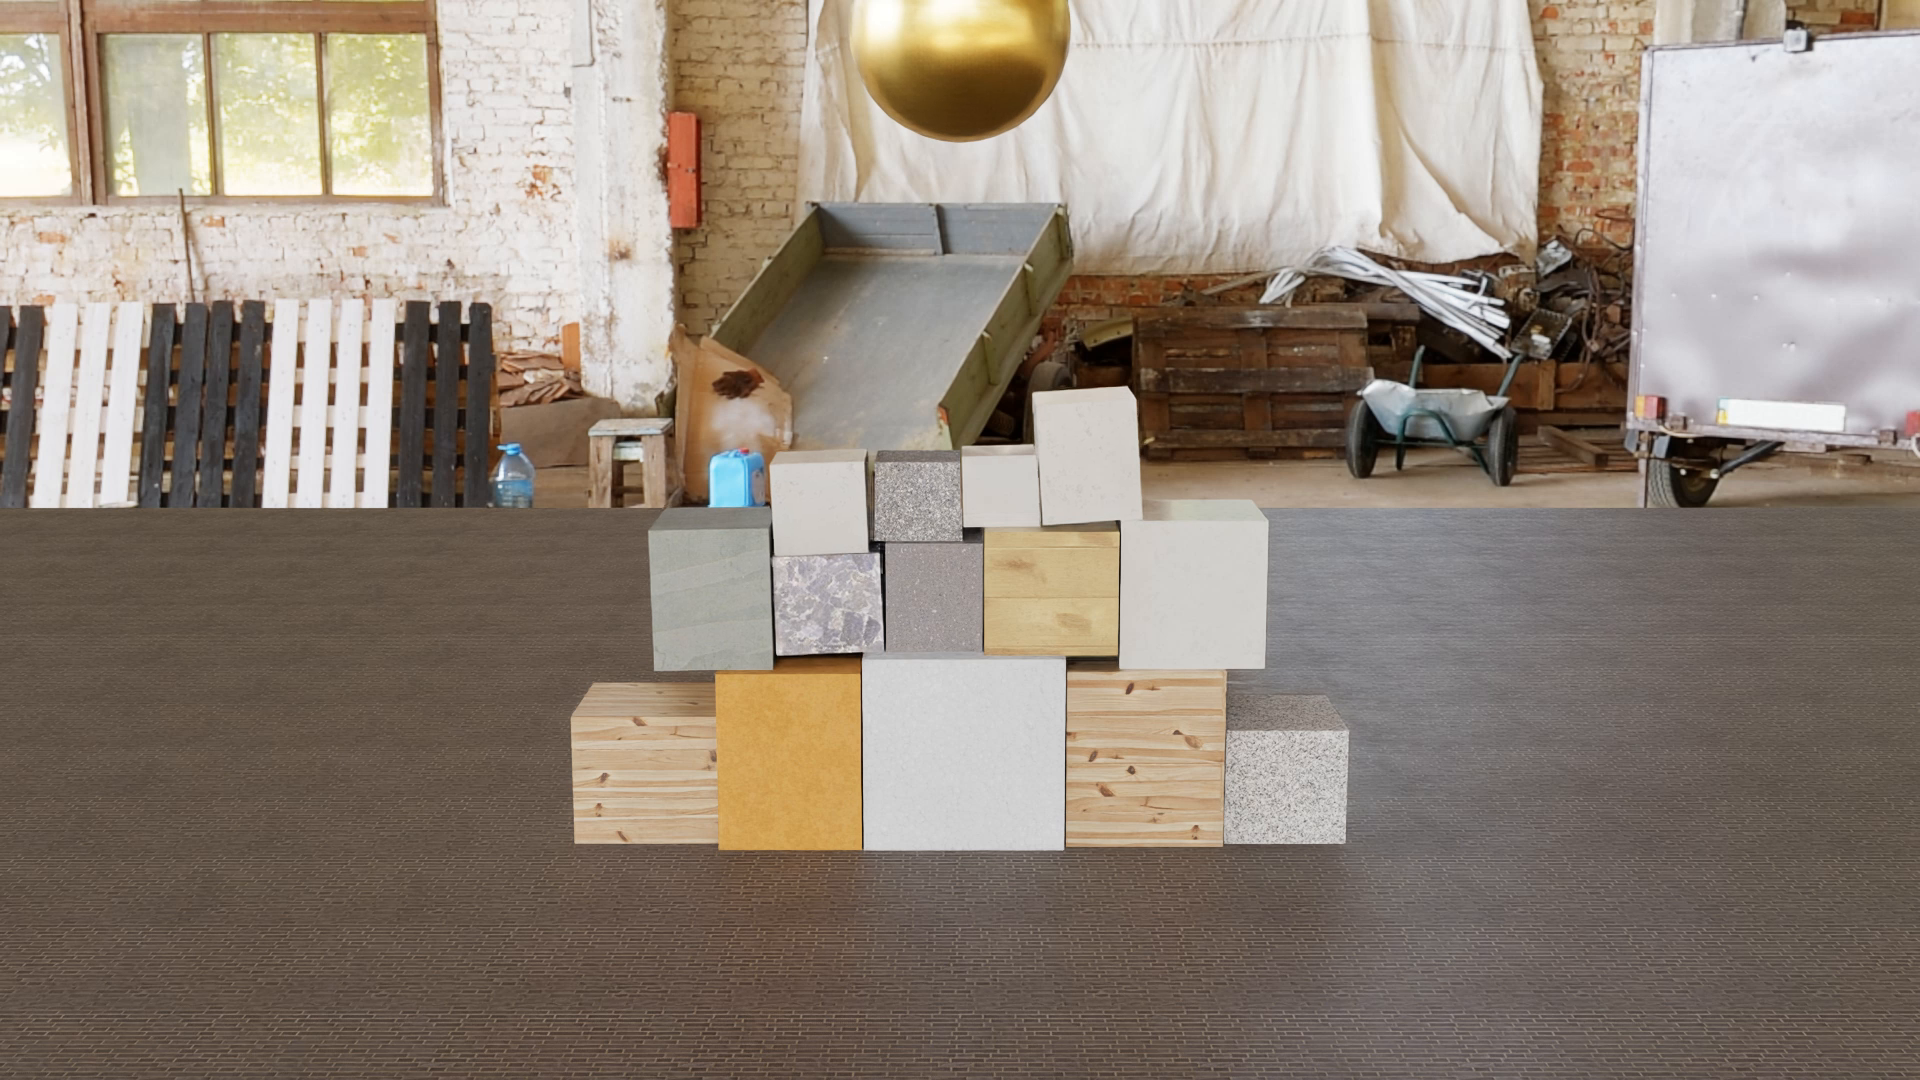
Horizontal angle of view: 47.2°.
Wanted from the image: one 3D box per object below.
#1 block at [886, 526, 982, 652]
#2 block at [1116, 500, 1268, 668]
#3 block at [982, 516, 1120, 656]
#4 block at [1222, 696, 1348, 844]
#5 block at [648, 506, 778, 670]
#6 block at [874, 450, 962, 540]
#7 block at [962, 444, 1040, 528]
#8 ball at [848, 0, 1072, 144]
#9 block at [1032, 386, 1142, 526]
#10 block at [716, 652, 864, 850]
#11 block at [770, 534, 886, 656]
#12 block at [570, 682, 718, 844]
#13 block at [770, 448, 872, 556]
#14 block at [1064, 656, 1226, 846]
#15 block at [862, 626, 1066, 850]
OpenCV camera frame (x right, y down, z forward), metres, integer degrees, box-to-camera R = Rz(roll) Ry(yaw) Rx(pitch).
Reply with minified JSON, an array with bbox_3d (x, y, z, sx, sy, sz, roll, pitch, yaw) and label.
[{"bbox_3d":[-0.129,0.242,11.213,0.481,0.551,0.530,0,10,0],"label":"block"},{"bbox_3d":[1.159,0.215,11.233,0.726,0.748,0.657,0,10,0],"label":"block"},{"bbox_3d":[0.453,0.207,11.210,0.665,0.623,0.668,0,10,0],"label":"block"},{"bbox_3d":[1.641,1.182,11.414,0.615,0.591,0.707,0,10,0],"label":"block"},{"bbox_3d":[-1.232,0.238,11.211,0.592,0.710,0.669,-1,10,0],"label":"block"},{"bbox_3d":[-0.207,-0.229,11.156,0.435,0.397,0.428,0,10,0],"label":"block"},{"bbox_3d":[0.204,-0.276,11.120,0.379,0.356,0.376,-1,10,0],"label":"block"},{"bbox_3d":[0.000,-3.656,15.755,1.600,1.600,1.600,0,10,0],"label":"ball"},{"bbox_3d":[0.637,-0.432,11.096,0.492,0.597,0.562,-4,10,1],"label":"block"},{"bbox_3d":[-0.850,1.031,11.364,0.716,0.906,0.865,0,10,0],"label":"block"},{"bbox_3d":[-0.660,0.275,11.222,0.540,0.499,0.525,-2,10,0],"label":"block"},{"bbox_3d":[-1.583,1.147,11.407,0.730,0.661,0.703,0,10,0],"label":"block"},{"bbox_3d":[-0.699,-0.195,11.134,0.469,0.459,0.451,-2,10,0],"label":"block"},{"bbox_3d":[0.928,1.027,11.387,0.792,0.905,0.805,0,10,0],"label":"block"},{"bbox_3d":[0.020,0.997,11.345,1.004,0.980,0.847,0,10,0],"label":"block"}]
